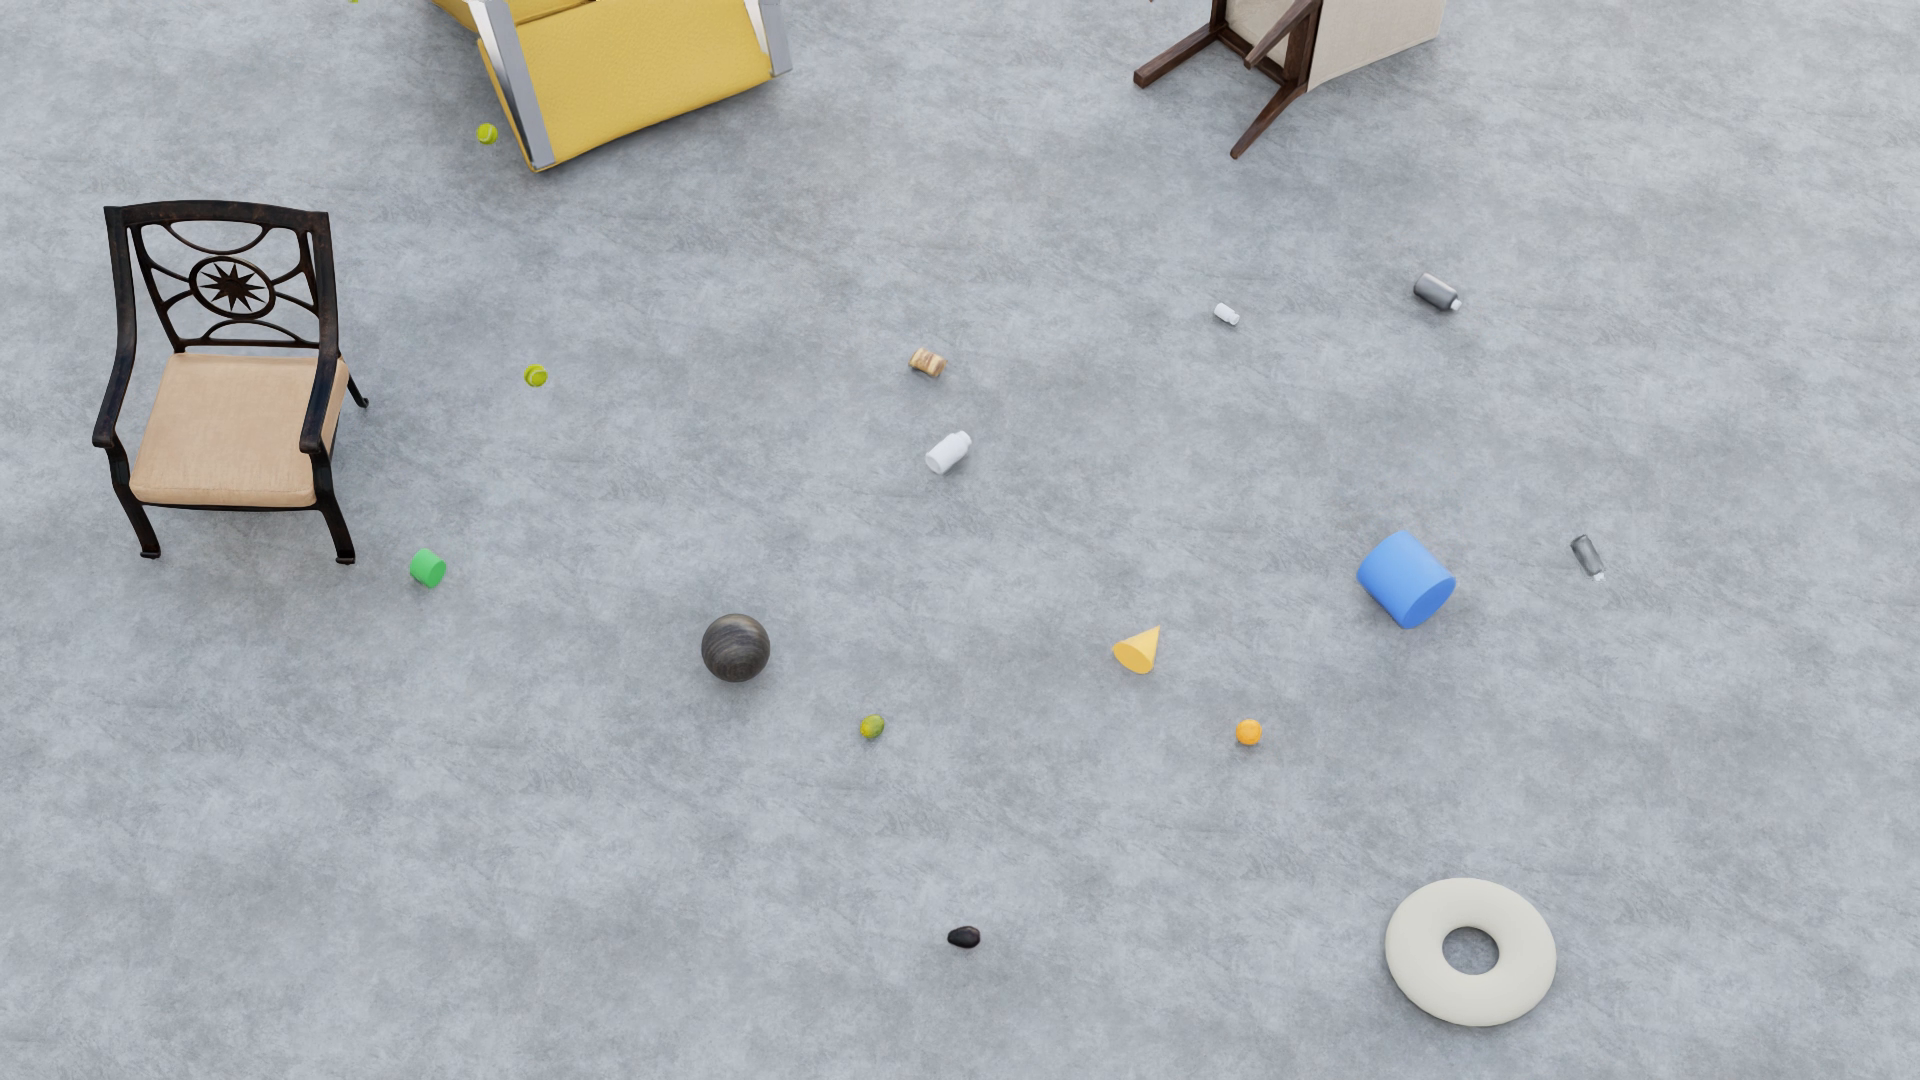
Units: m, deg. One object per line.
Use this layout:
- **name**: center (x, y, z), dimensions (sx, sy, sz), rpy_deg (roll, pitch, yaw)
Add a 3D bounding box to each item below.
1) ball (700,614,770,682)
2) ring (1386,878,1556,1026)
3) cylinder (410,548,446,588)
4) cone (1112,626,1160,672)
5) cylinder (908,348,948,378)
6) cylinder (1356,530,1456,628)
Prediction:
- **ball**: center (-0.637, 0.307, 6.249), dimensions (0.197, 0.197, 0.197), rpy_deg (0, 56, 0)
- **ring**: center (1.348, 1.084, 5.803), dimensions (0.451, 0.073, 0.417), rpy_deg (-4, 57, -2)
- **cylinder**: center (-1.565, 0.084, 6.465), dimensions (0.073, 0.096, 0.070), rpy_deg (34, 27, 21)
- **cone**: center (0.537, 0.293, 6.351), dimensions (0.128, 0.089, 0.169), rpy_deg (30, 46, 17)
- **cylinder**: center (-0.101, -0.559, 6.921), dimensions (0.095, 0.044, 0.081), rpy_deg (26, 48, 16)
- **cylinder**: center (1.296, 0.113, 6.380), dimensions (0.204, 0.196, 0.201), rpy_deg (-42, 63, 4)
